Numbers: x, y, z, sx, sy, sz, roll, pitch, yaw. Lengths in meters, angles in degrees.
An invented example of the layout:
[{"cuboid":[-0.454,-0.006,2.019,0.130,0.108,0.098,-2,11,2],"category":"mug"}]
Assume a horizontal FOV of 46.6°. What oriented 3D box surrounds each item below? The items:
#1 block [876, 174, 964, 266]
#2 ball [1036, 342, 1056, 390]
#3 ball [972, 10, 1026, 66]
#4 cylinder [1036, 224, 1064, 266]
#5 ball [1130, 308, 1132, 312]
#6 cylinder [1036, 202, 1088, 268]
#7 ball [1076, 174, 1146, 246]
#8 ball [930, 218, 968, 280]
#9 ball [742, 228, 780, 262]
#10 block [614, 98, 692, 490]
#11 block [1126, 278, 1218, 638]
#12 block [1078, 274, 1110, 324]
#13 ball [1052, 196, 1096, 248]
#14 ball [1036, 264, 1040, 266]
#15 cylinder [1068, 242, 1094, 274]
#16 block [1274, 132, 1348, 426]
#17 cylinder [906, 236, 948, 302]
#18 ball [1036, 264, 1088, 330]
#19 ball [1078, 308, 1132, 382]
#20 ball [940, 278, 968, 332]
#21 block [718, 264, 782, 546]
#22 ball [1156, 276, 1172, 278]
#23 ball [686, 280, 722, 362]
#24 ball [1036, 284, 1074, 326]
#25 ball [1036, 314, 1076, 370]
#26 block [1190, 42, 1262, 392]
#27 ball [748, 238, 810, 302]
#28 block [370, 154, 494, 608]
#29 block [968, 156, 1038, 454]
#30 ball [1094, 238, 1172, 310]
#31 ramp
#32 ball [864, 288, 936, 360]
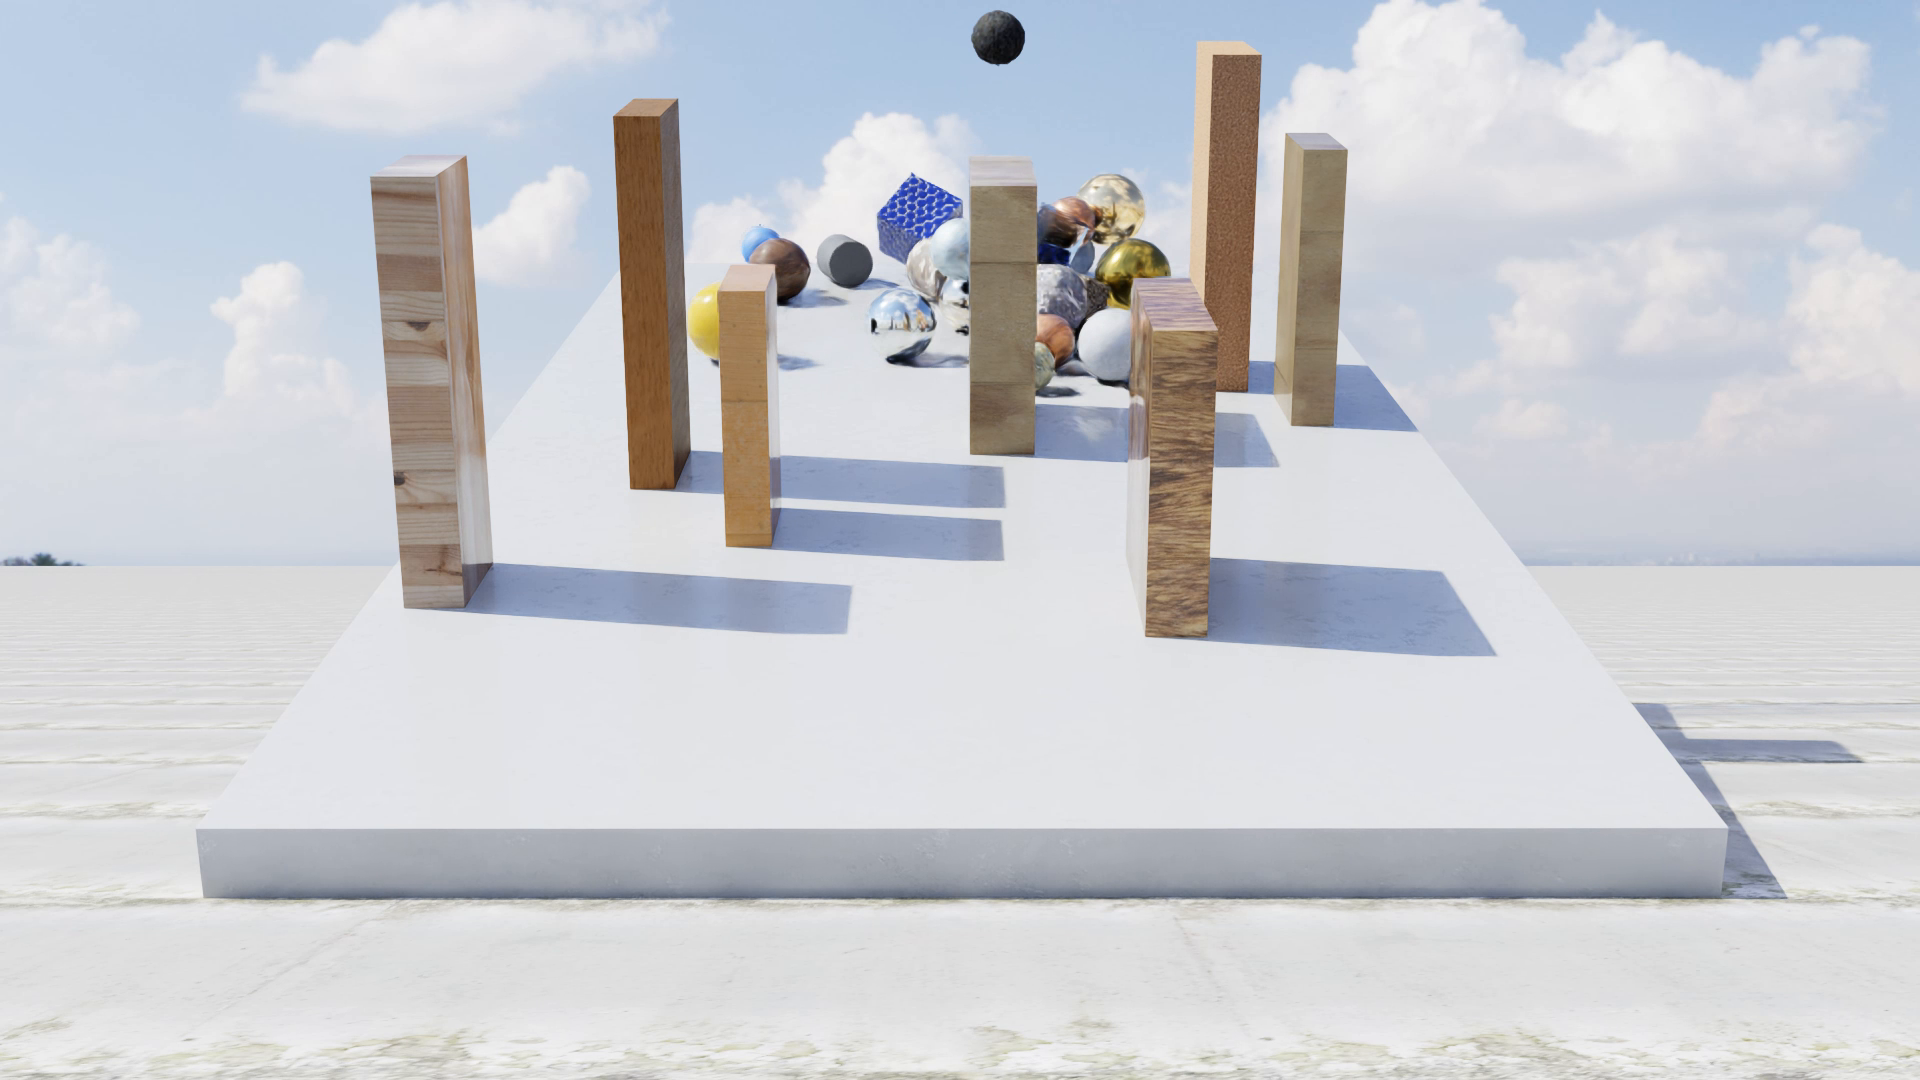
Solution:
[{"cuboid":[-0.113,-0.909,6.464,0.178,0.178,0.178,30,-23,17],"category":"block"},{"cuboid":[0.163,-0.402,5.168,0.117,0.117,0.117,0,-1,0],"category":"ball"},{"cuboid":[0.108,-1.411,6.273,0.150,0.150,0.150,0,-1,0],"category":"ball"},{"cuboid":[0.207,-0.813,6.388,0.163,0.163,0.163,0,17,9],"category":"cylinder"},{"cuboid":[0.460,-0.507,5.453,0.147,0.147,0.147,0,-1,0],"category":"ball"},{"cuboid":[0.256,-0.826,6.125,0.147,0.147,0.147,26,15,-7],"category":"cylinder"},{"cuboid":[0.428,-0.946,6.389,0.207,0.207,0.207,0,-1,0],"category":"ball"},{"cuboid":[0.001,-0.733,5.624,0.155,0.155,0.155,0,-1,0],"category":"ball"},{"cuboid":[-0.557,-0.822,6.280,0.117,0.117,0.117,0,-1,0],"category":"ball"},{"cuboid":[-0.608,-0.492,4.436,0.088,0.729,0.294,0,18,0],"category":"block"},{"cuboid":[0.348,-0.148,3.729,0.100,0.504,0.427,0,18,0],"category":"block"},{"cuboid":[0.309,-0.630,5.838,0.109,0.109,0.109,12,-2,36],"category":"block"},{"cuboid":[0.310,-0.890,6.269,0.148,0.148,0.148,0,-1,0],"category":"ball"},{"cuboid":[0.203,-0.684,6.037,0.129,0.129,0.129,0,-1,0],"category":"ball"},{"cuboid":[0.316,-0.837,6.515,0.111,0.111,0.111,10,6,42],"category":"cylinder"},{"cuboid":[0.770,-0.578,4.924,0.093,0.601,0.277,0,18,0],"category":"block"},{"cuboid":[-0.039,-0.738,6.133,0.162,0.162,0.162,0,19,-31],"category":"cylinder"},{"cuboid":[0.231,-0.611,5.702,0.191,0.191,0.191,0,-1,0],"category":"ball"},{"cuboid":[0.364,-0.460,5.260,0.173,0.173,0.173,0,-1,0],"category":"ball"},{"cuboid":[0.025,-0.620,5.784,0.159,0.159,0.159,0,-1,0],"category":"ball"},{"cuboid":[-0.384,-0.249,4.100,0.084,0.471,0.248,0,18,0],"category":"block"},{"cuboid":[0.531,-0.620,5.823,0.137,0.137,0.137,0,-1,0],"category":"ball"},{"cuboid":[-0.568,-0.533,5.443,0.199,0.199,0.199,0,-1,0],"category":"ball"},{"cuboid":[0.194,-0.548,5.530,0.176,0.176,0.176,0,-1,0],"category":"ball"},{"cuboid":[0.208,-0.476,5.365,0.138,0.138,0.138,0,-1,0],"category":"ball"},{"cuboid":[0.614,-0.761,5.223,0.109,0.768,0.328,0,18,0],"category":"block"},{"cuboid":[-0.500,-0.746,6.155,0.173,0.173,0.173,0,-1,0],"category":"ball"},{"cuboid":[-0.879,-0.266,3.739,0.102,0.720,0.246,0,18,0],"category":"block"},{"cuboid":[0.088,-0.512,4.780,0.135,0.560,0.441,0,18,0],"category":"block"},{"cuboid":[0.463,-0.702,5.957,0.205,0.205,0.205,0,-1,0],"category":"ball"},{"cuboid":[-0.003,-0.182,4.831,2.000,0.100,4.000,0,18,0],"category":"ramp"},{"cuboid":[-0.146,-0.529,5.468,0.176,0.176,0.176,0,-1,0],"category":"ball"}]
